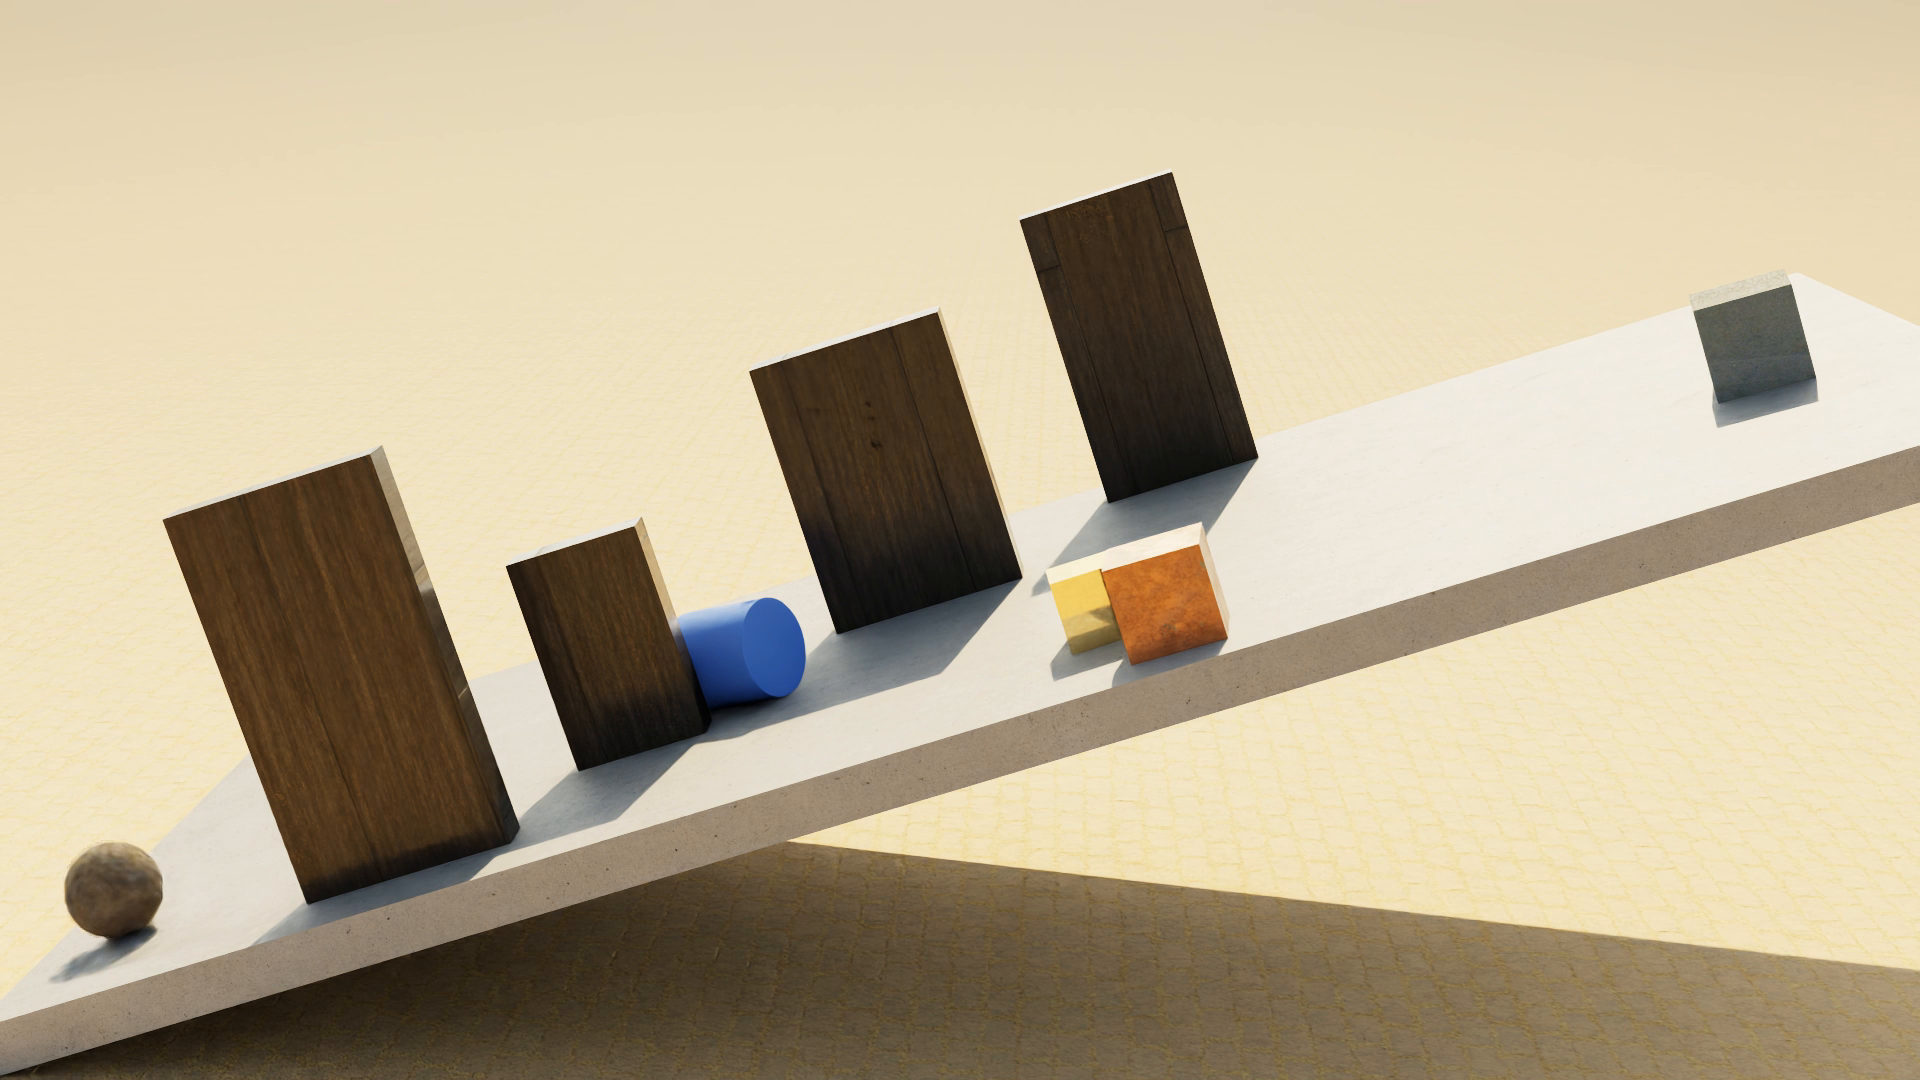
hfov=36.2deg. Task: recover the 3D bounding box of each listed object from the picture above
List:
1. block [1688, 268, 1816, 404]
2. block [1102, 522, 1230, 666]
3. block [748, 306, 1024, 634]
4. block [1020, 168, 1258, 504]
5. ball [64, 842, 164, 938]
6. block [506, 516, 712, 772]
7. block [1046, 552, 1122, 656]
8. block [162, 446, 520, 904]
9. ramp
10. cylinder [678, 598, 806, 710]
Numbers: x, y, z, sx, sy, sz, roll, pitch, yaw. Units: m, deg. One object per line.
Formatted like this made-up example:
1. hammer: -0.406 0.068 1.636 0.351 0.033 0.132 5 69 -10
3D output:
1. block: 1.624 -0.420 6.037 0.199 0.199 0.199 -15 11 15
2. block: 0.385 0.099 5.471 0.185 0.185 0.185 -16 10 10
3. block: -0.159 -0.154 6.507 0.433 0.618 0.117 -17 10 5
4. block: 0.425 -0.482 6.978 0.374 0.708 0.097 -17 10 5
5. ball: -1.682 0.695 5.848 0.191 0.191 0.191 0 11 0
6. block: -0.715 0.212 6.006 0.277 0.450 0.104 -17 10 5
7. block: 0.261 0.118 5.692 0.146 0.146 0.146 -18 10 2
8. block: -1.170 0.259 5.592 0.416 0.787 0.102 -17 10 5
9. ramp: 0.100 0.183 6.312 4.000 0.100 2.000 -17 10 5
10. cylinder: -0.468 0.238 6.133 0.208 0.208 0.208 -11 3 35
